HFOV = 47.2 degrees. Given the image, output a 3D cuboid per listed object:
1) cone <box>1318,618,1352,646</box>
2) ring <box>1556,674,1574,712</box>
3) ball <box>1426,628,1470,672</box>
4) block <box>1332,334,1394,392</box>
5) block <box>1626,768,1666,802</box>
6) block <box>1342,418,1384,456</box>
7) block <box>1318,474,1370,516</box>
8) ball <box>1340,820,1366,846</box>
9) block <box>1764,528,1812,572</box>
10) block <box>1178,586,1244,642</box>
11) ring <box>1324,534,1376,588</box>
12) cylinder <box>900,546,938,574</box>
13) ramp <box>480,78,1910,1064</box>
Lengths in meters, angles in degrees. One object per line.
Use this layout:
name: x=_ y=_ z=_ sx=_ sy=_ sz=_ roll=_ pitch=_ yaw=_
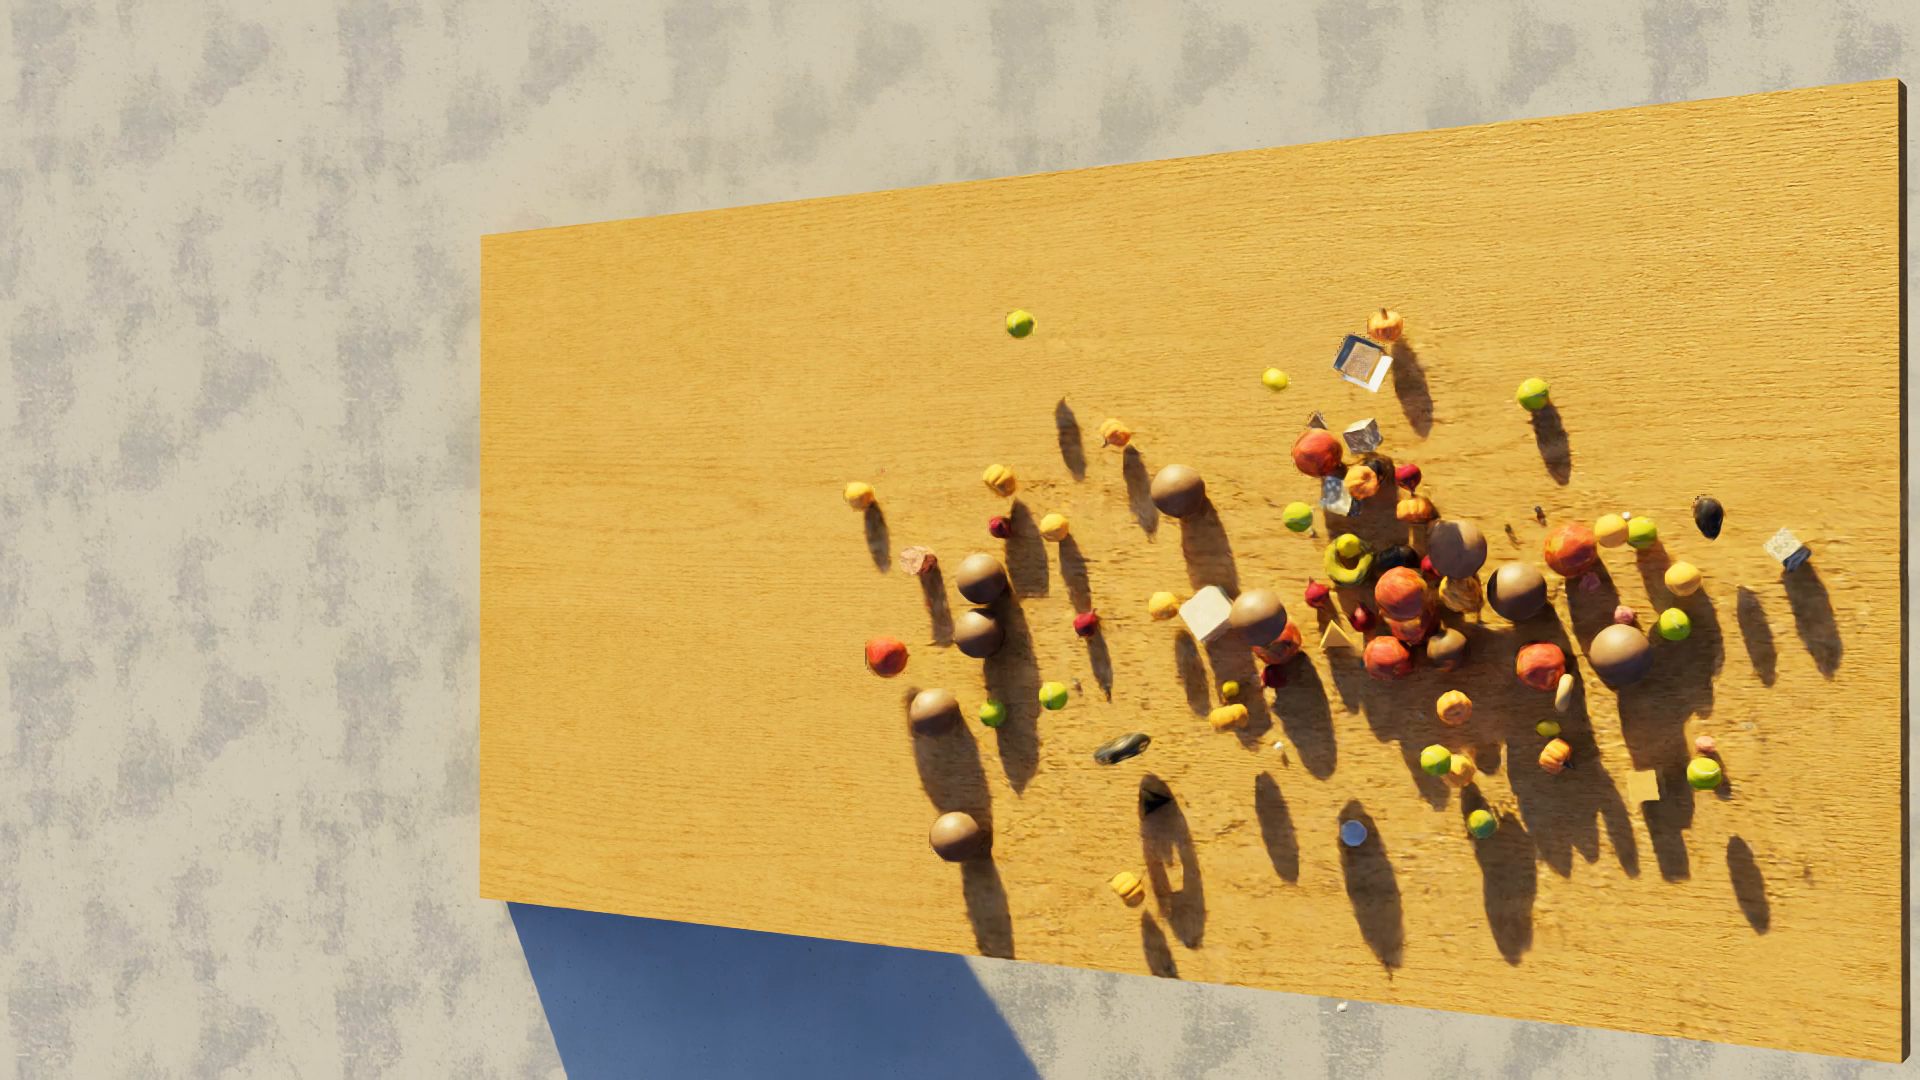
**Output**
cone: x=0.883 y=0.230 z=5.104 sx=0.072 sy=0.072 sz=0.072 roll=29 pitch=90 yaw=-10
ring: x=1.300 y=0.329 z=4.731 sx=0.028 sy=0.084 sz=0.084 roll=11 pitch=89 yaw=17
ball: x=1.095 y=0.247 z=4.927 sx=0.097 sy=0.097 sz=0.097 roll=0 pitch=90 yaw=0
block: x=0.868 y=-0.381 z=4.741 sx=0.081 sy=0.081 sz=0.081 roll=27 pitch=89 yaw=32
block: x=1.468 y=0.525 z=4.704 sx=0.062 sy=0.062 sz=0.062 roll=-11 pitch=84 yaw=32
block: x=0.924 y=-0.237 z=5.043 sx=0.058 sy=0.058 sz=0.058 roll=-13 pitch=109 yaw=42
block: x=0.886 y=-0.102 z=5.079 sx=0.076 sy=0.076 sz=0.076 roll=22 pitch=101 yaw=31
ball: x=0.907 y=0.675 z=5.068 sx=0.059 sy=0.059 sz=0.059 roll=0 pitch=90 yaw=0
block: x=1.707 y=0.021 z=4.533 sx=0.058 sy=0.058 sz=0.058 roll=-47 pitch=134 yaw=15
block: x=0.599 y=0.176 z=5.253 sx=0.093 sy=0.093 sz=0.093 roll=-42 pitch=68 yaw=25
ring: x=0.903 y=0.049 z=5.087 sx=0.128 sy=0.043 sz=0.128 roll=0 pitch=90 yaw=32
cylinder: x=-0.107 y=0.052 z=5.726 sx=0.070 sy=0.070 sz=0.070 roll=0 pitch=89 yaw=33
ramp: x=0.256 y=0.070 z=5.591 sx=4.000 sy=0.100 sz=2.000 roll=0 pitch=89 yaw=33
